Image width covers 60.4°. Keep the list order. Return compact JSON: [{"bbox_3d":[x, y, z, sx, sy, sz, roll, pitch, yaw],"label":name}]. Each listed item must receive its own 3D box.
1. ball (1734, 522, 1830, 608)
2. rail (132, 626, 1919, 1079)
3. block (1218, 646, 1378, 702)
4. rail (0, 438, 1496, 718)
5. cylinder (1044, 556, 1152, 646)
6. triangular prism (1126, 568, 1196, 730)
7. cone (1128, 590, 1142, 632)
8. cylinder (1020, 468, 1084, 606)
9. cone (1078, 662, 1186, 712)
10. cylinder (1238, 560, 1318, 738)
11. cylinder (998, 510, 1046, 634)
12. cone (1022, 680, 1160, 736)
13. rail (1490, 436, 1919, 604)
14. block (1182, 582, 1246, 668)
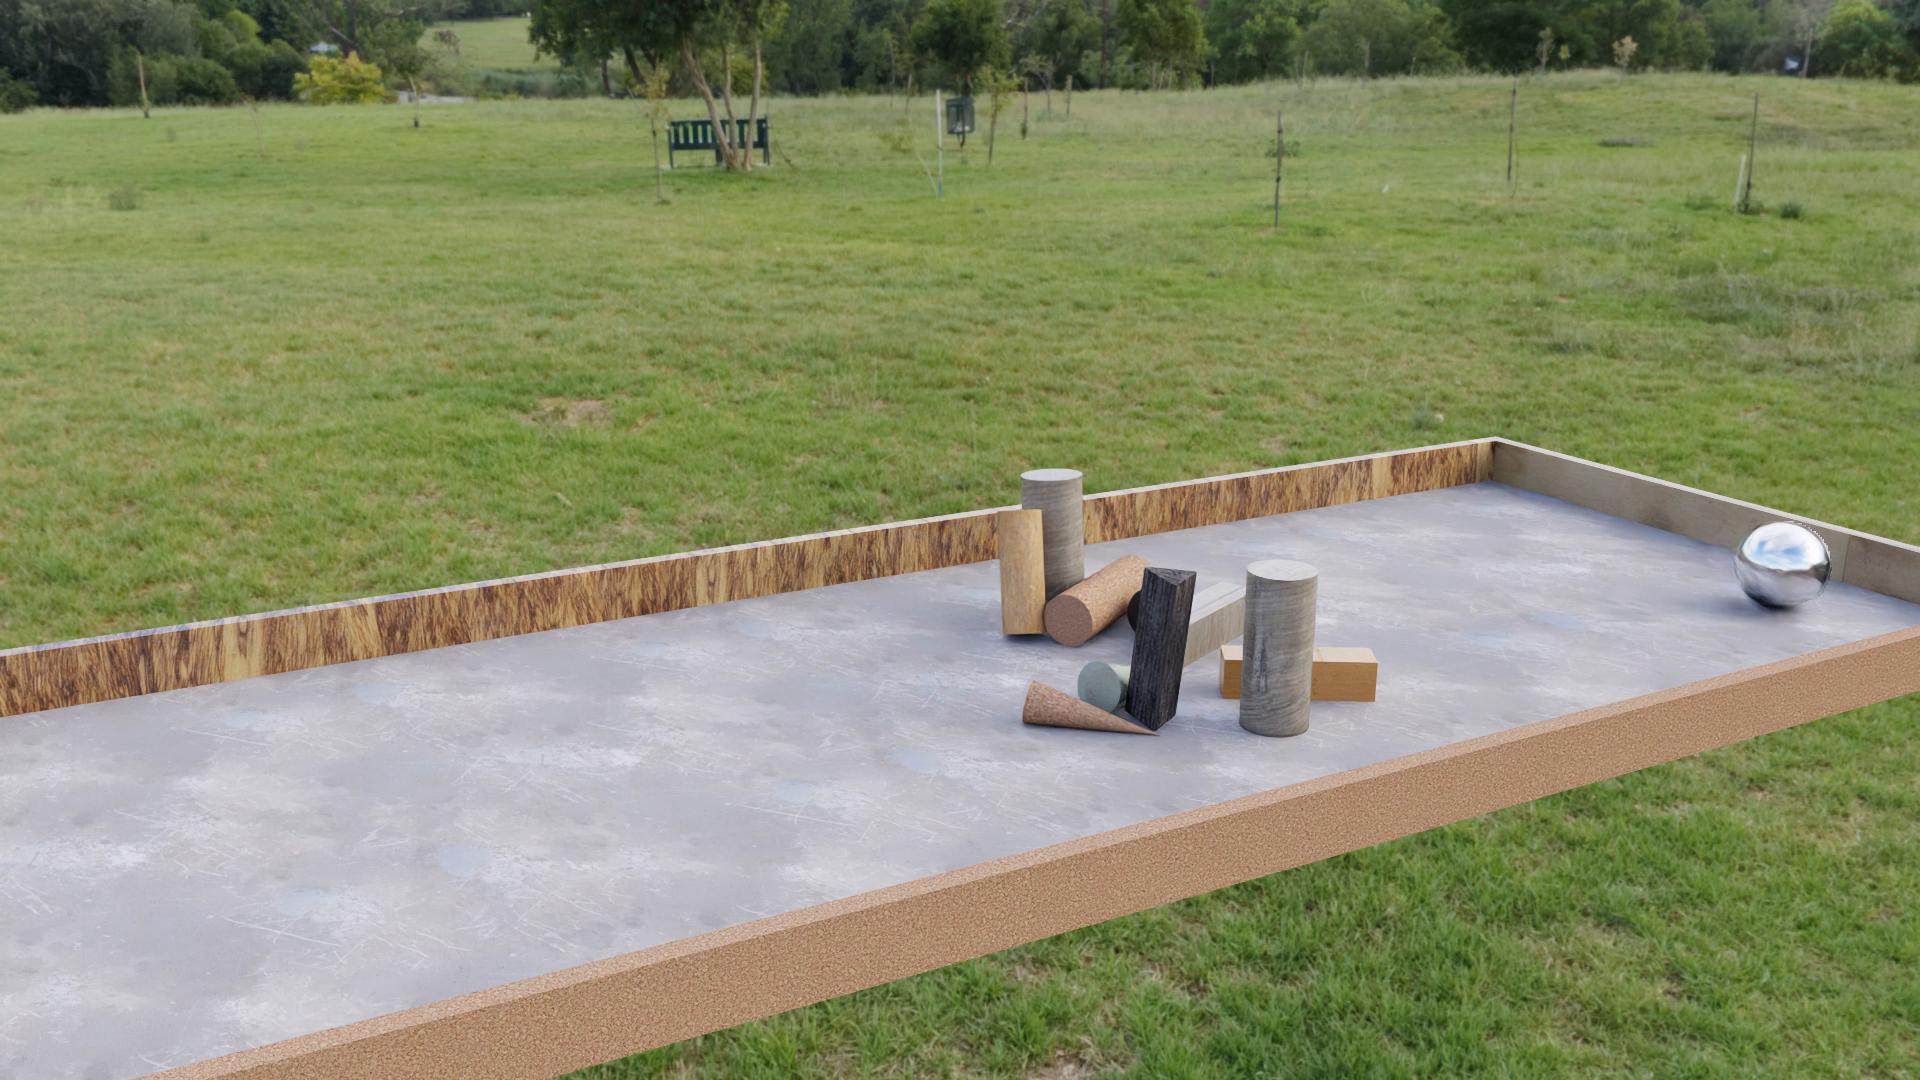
[{"bbox_3d":[2.330,0.071,4.680,0.243,0.243,0.243,0,16,0],"label":"ball"},{"bbox_3d":[-2.336,1.006,1.665,12.000,0.150,0.050,-9,18,-27],"label":"rail"},{"bbox_3d":[0.829,0.328,4.059,0.368,0.102,0.102,1,16,3],"label":"block"},{"bbox_3d":[-3.305,0.497,3.399,12.000,0.150,0.050,-9,18,-27],"label":"rail"},{"bbox_3d":[0.391,0.163,4.547,0.143,0.143,0.418,9,19,29],"label":"cylinder"},{"bbox_3d":[0.455,0.246,3.852,0.103,0.365,0.119,16,22,27],"label":"triangular prism"},{"bbox_3d":[0.604,0.191,4.579,0.143,0.143,0.345,10,7,30],"label":"cone"},{"bbox_3d":[0.261,0.010,4.608,0.171,0.392,0.171,-2,13,1],"label":"cylinder"},{"bbox_3d":[0.457,0.344,4.072,0.128,0.128,0.380,14,12,40],"label":"cone"},{"bbox_3d":[0.738,0.251,3.827,0.162,0.381,0.162,0,16,0],"label":"cylinder"},{"bbox_3d":[0.167,0.085,4.445,0.119,0.330,0.119,-2,0,0],"label":"cylinder"},{"bbox_3d":[0.315,0.416,3.847,0.323,0.103,0.103,14,19,13],"label":"cone"},{"bbox_3d":[2.466,-0.048,5.253,0.050,0.150,2.100,-9,18,-27],"label":"rail"},{"bbox_3d":[0.644,0.224,4.396,0.110,0.110,0.416,12,20,35],"label":"block"}]
